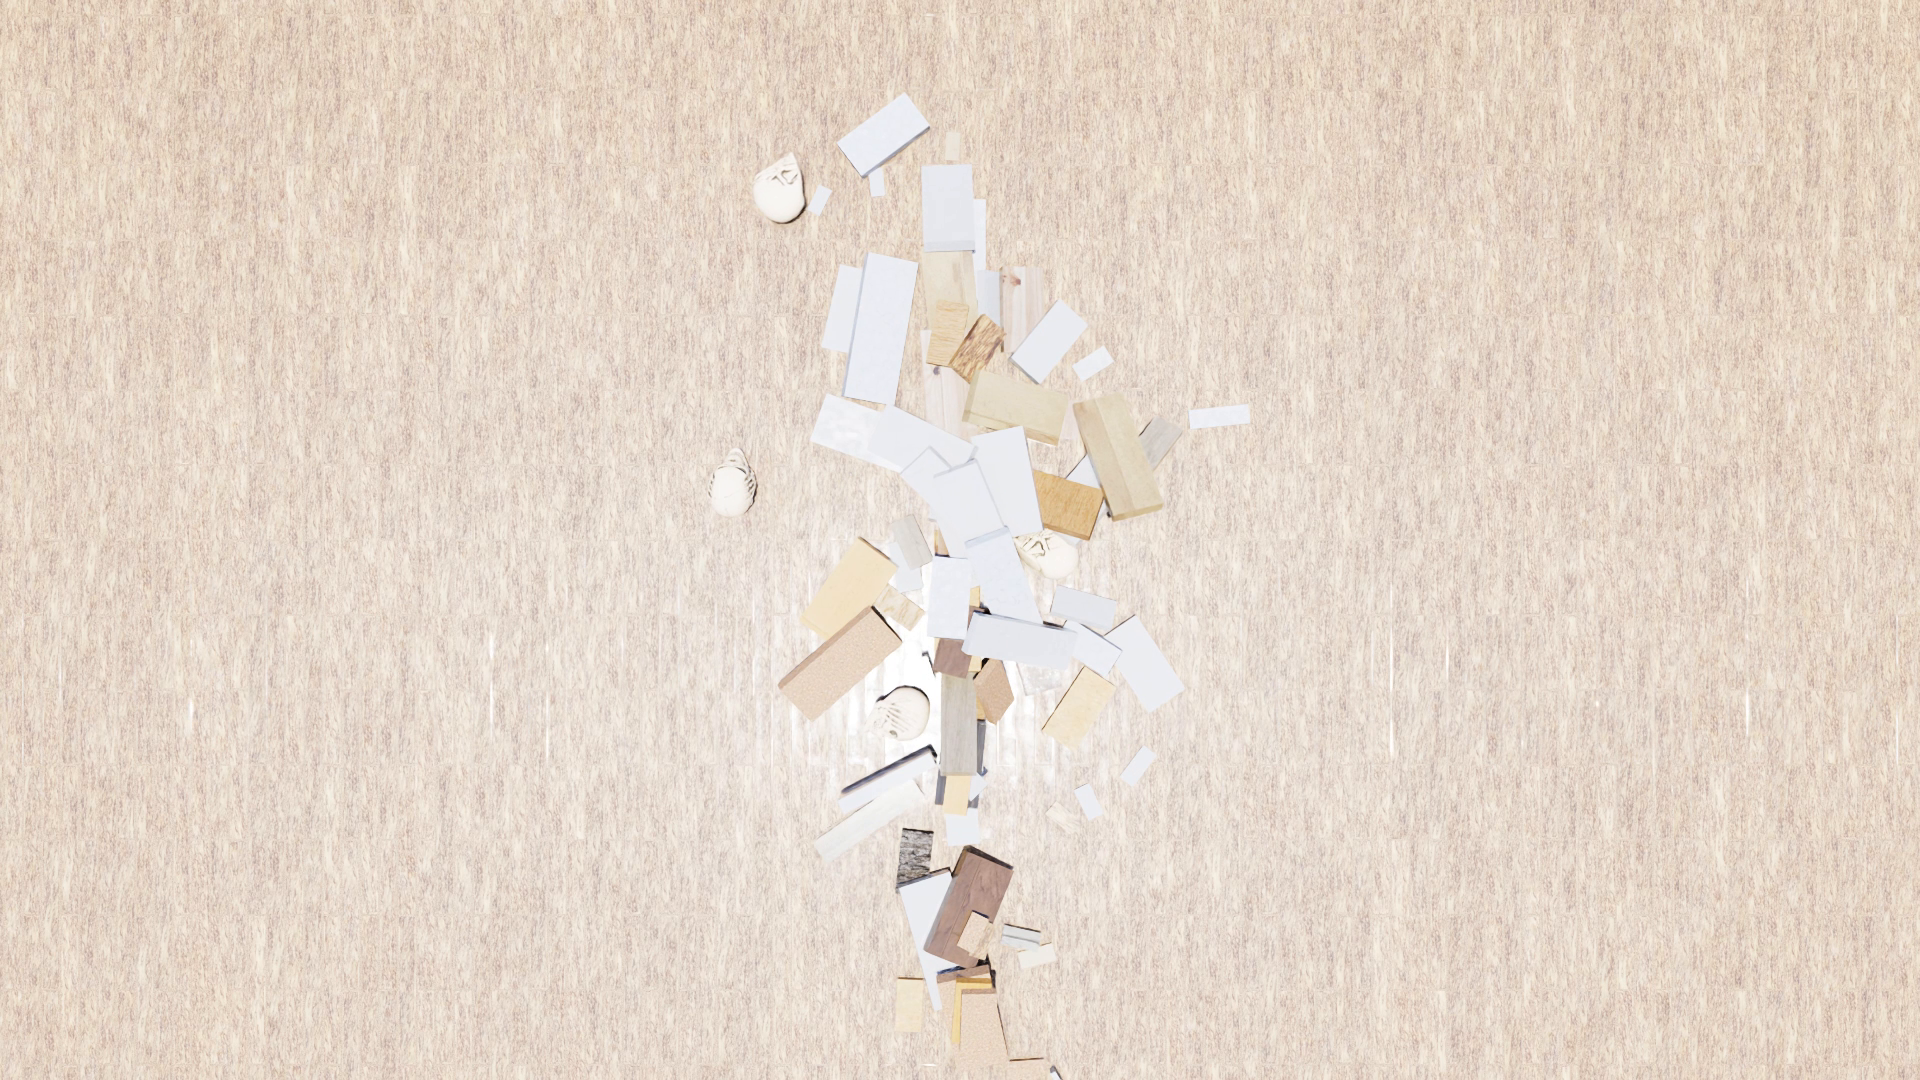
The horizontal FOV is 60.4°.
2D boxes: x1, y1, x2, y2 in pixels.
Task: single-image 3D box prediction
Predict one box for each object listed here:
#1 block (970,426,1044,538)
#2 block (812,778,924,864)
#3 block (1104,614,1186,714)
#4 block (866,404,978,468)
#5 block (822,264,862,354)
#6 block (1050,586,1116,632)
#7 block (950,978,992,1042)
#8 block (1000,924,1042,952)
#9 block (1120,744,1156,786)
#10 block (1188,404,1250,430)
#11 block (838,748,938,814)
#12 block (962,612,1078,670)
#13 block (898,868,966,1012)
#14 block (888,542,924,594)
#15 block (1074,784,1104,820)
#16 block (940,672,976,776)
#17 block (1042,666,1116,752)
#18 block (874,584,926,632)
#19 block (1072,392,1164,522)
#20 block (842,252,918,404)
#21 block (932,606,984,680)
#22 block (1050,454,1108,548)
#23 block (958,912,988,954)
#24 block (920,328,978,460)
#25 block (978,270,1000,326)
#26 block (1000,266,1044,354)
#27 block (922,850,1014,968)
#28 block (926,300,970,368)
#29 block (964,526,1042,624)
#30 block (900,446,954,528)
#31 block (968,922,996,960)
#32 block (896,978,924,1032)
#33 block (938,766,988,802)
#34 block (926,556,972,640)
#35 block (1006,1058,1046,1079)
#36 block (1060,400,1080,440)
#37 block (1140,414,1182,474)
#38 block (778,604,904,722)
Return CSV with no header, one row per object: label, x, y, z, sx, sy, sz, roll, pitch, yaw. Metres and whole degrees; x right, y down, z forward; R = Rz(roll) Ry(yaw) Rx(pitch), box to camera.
block,0.155,-0.181,5.319,0.172,0.049,0.344,-11,87,11
block,-0.304,0.929,5.488,0.394,0.024,0.086,-35,90,0
block,0.604,0.411,5.479,0.147,0.042,0.293,-34,90,0
block,-0.123,-0.297,5.349,0.334,0.047,0.167,27,96,18
block,-0.360,-0.760,5.480,0.140,0.040,0.281,13,90,0
block,0.409,0.226,5.460,0.206,0.029,0.103,15,57,0
block,0.036,1.529,5.361,0.113,0.032,0.227,3,109,-5
block,0.203,1.324,5.482,0.126,0.018,0.063,12,81,4
block,0.593,0.752,5.492,0.056,0.016,0.133,37,90,0
block,0.862,-0.410,5.491,0.200,0.018,0.063,-6,90,0
block,-0.237,0.787,5.416,0.338,0.169,0.048,-28,90,0
block,0.197,0.329,5.334,0.404,0.037,0.130,12,102,-34
block,-0.062,1.321,5.452,0.174,0.049,0.425,-16,93,-9
block,-0.179,0.086,5.476,0.085,0.024,0.169,-13,81,0
block,0.428,0.871,5.492,0.056,0.016,0.112,-26,90,0
block,-0.004,0.545,5.344,0.115,0.033,0.449,0,62,0
block,0.396,0.561,5.482,0.128,0.036,0.257,34,90,0
block,-0.206,0.223,5.488,0.169,0.024,0.085,37,90,0
block,0.512,-0.274,5.371,0.167,0.047,0.434,-14,64,-6
block,-0.265,-0.694,5.446,0.172,0.049,0.477,9,91,-18
block,-0.007,0.321,5.297,0.115,0.033,0.230,15,79,2
block,0.418,-0.147,5.416,0.166,0.047,0.332,37,76,17
block,0.043,1.279,5.374,0.059,0.017,0.119,25,83,7
block,-0.030,-0.414,5.398,0.166,0.047,0.550,-4,87,1
block,0.103,-0.781,5.450,0.030,0.105,0.210,-1,90,38
block,0.205,-0.761,5.462,0.140,0.040,0.281,-1,90,-15
block,0.029,1.216,5.420,0.174,0.049,0.348,25,81,-15
block,-0.041,-0.670,5.375,0.105,0.030,0.210,11,87,1
block,0.155,0.177,5.323,0.147,0.042,0.464,-21,122,0
block,-0.053,-0.163,5.262,0.131,0.037,0.261,-42,103,17
block,0.071,1.307,5.395,0.059,0.017,0.119,21,82,-15
block,-0.169,1.546,5.488,0.086,0.024,0.172,3,90,0
block,0.009,0.758,5.306,0.077,0.022,0.154,-43,79,-12
block,-0.034,0.187,5.282,0.128,0.036,0.256,5,81,1
block,0.220,1.762,5.491,0.126,0.018,0.063,-4,90,0
block,0.370,-0.401,5.491,0.063,0.018,0.126,7,90,0
block,0.635,-0.309,5.434,0.103,0.029,0.206,32,66,15
block,-0.394,0.409,5.441,0.400,0.048,0.169,-41,117,0
